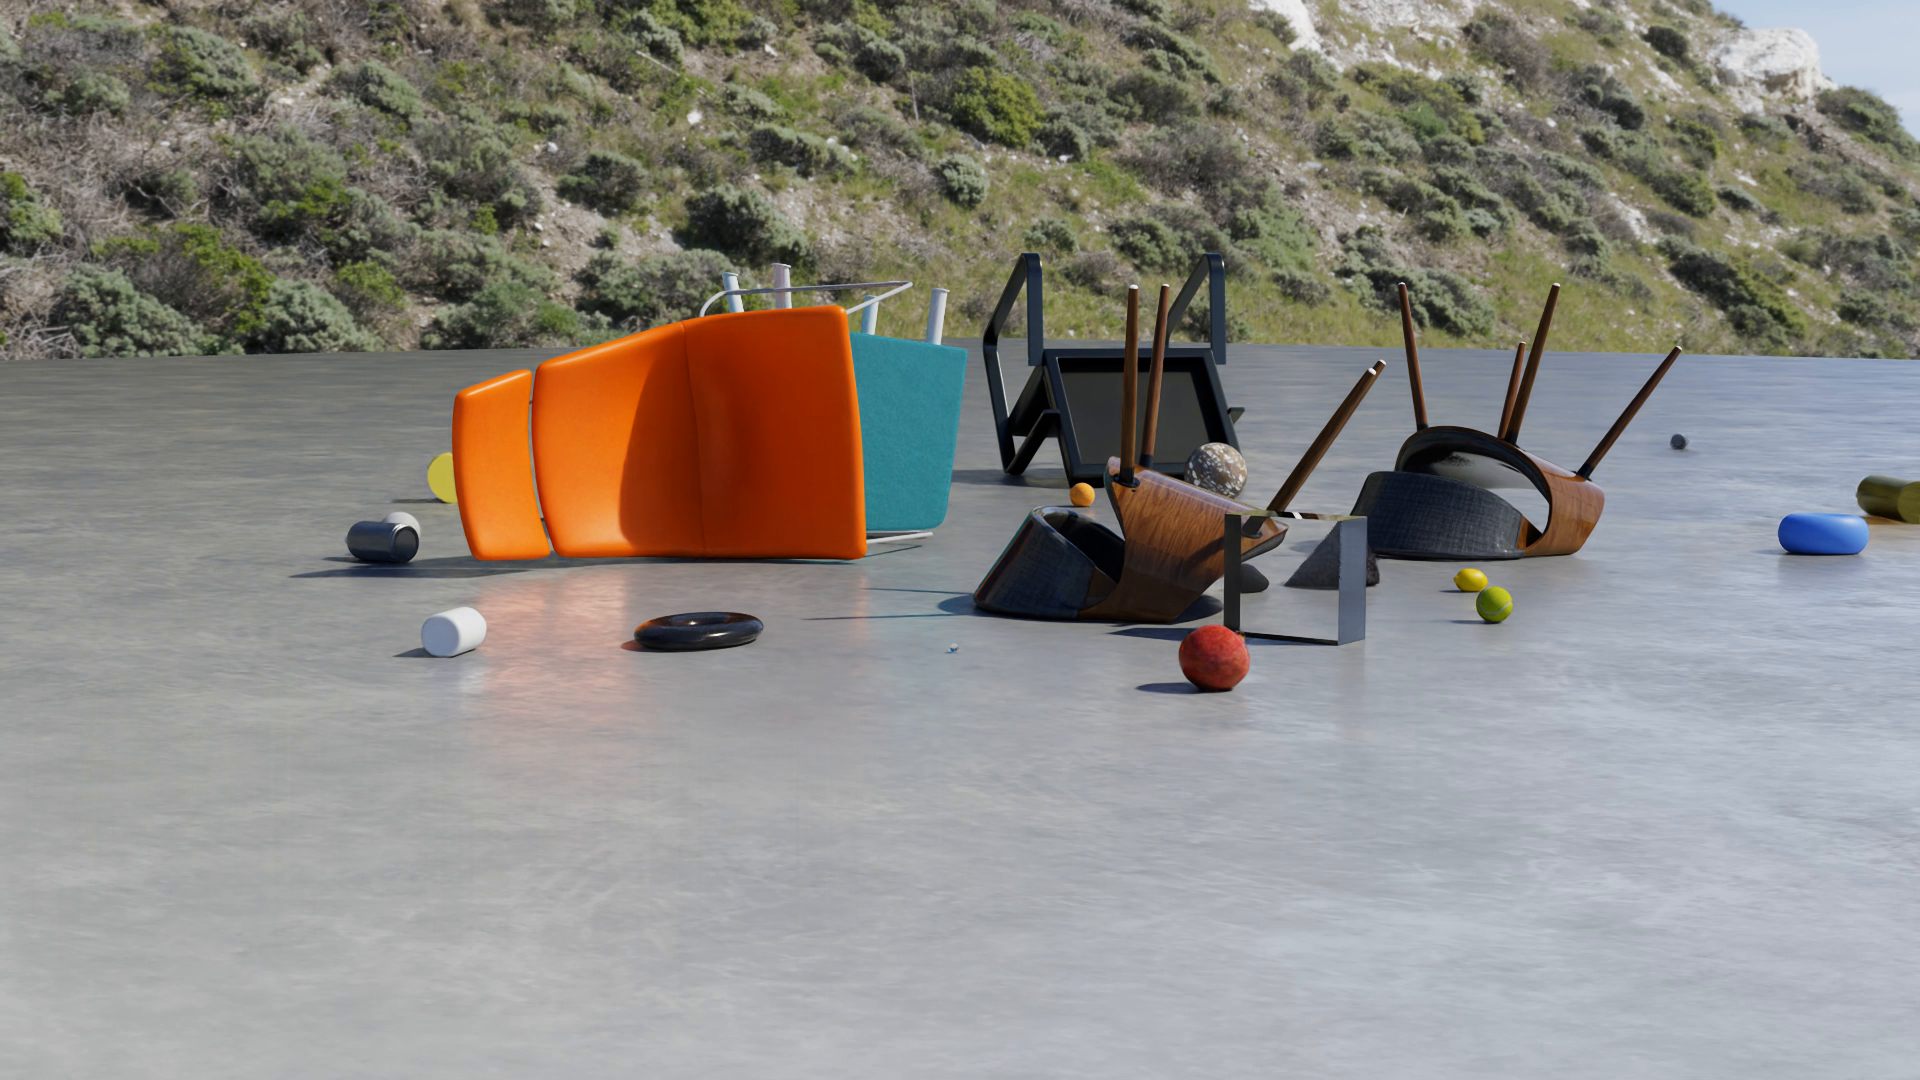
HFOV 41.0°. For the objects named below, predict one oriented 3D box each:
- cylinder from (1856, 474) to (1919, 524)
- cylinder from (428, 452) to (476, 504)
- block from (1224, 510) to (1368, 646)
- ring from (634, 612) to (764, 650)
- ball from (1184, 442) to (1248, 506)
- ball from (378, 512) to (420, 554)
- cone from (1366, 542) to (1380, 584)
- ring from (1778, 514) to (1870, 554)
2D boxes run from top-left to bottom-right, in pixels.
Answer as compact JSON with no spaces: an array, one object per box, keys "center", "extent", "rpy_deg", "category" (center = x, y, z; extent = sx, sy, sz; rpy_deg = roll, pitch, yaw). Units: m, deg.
[{"center":[2.530,-0.112,6.930],"extent":[0.113,0.116,0.256],"rpy_deg":[-13,7,-3],"category":"cylinder"},{"center":[-1.488,-0.182,7.509],"extent":[0.147,0.129,0.136],"rpy_deg":[45,-4,-12],"category":"cylinder"},{"center":[0.610,0.066,4.677],"extent":[0.236,0.224,0.105],"rpy_deg":[4,7,36],"category":"block"},{"center":[-0.469,0.164,4.618],"extent":[0.201,0.043,0.276],"rpy_deg":[5,8,33],"category":"ring"},{"center":[0.734,-0.190,7.369],"extent":[0.182,0.182,0.182],"rpy_deg":[0,6,0],"category":"ball"},{"center":[-1.333,-0.018,6.104],"extent":[0.099,0.099,0.099],"rpy_deg":[0,6,0],"category":"ball"},{"center":[0.790,0.061,5.500],"extent":[0.165,0.143,0.186],"rpy_deg":[-24,7,-3],"category":"cone"},{"center":[2.058,-0.015,6.116],"extent":[0.210,0.092,0.153],"rpy_deg":[1,4,2],"category":"ring"}]
